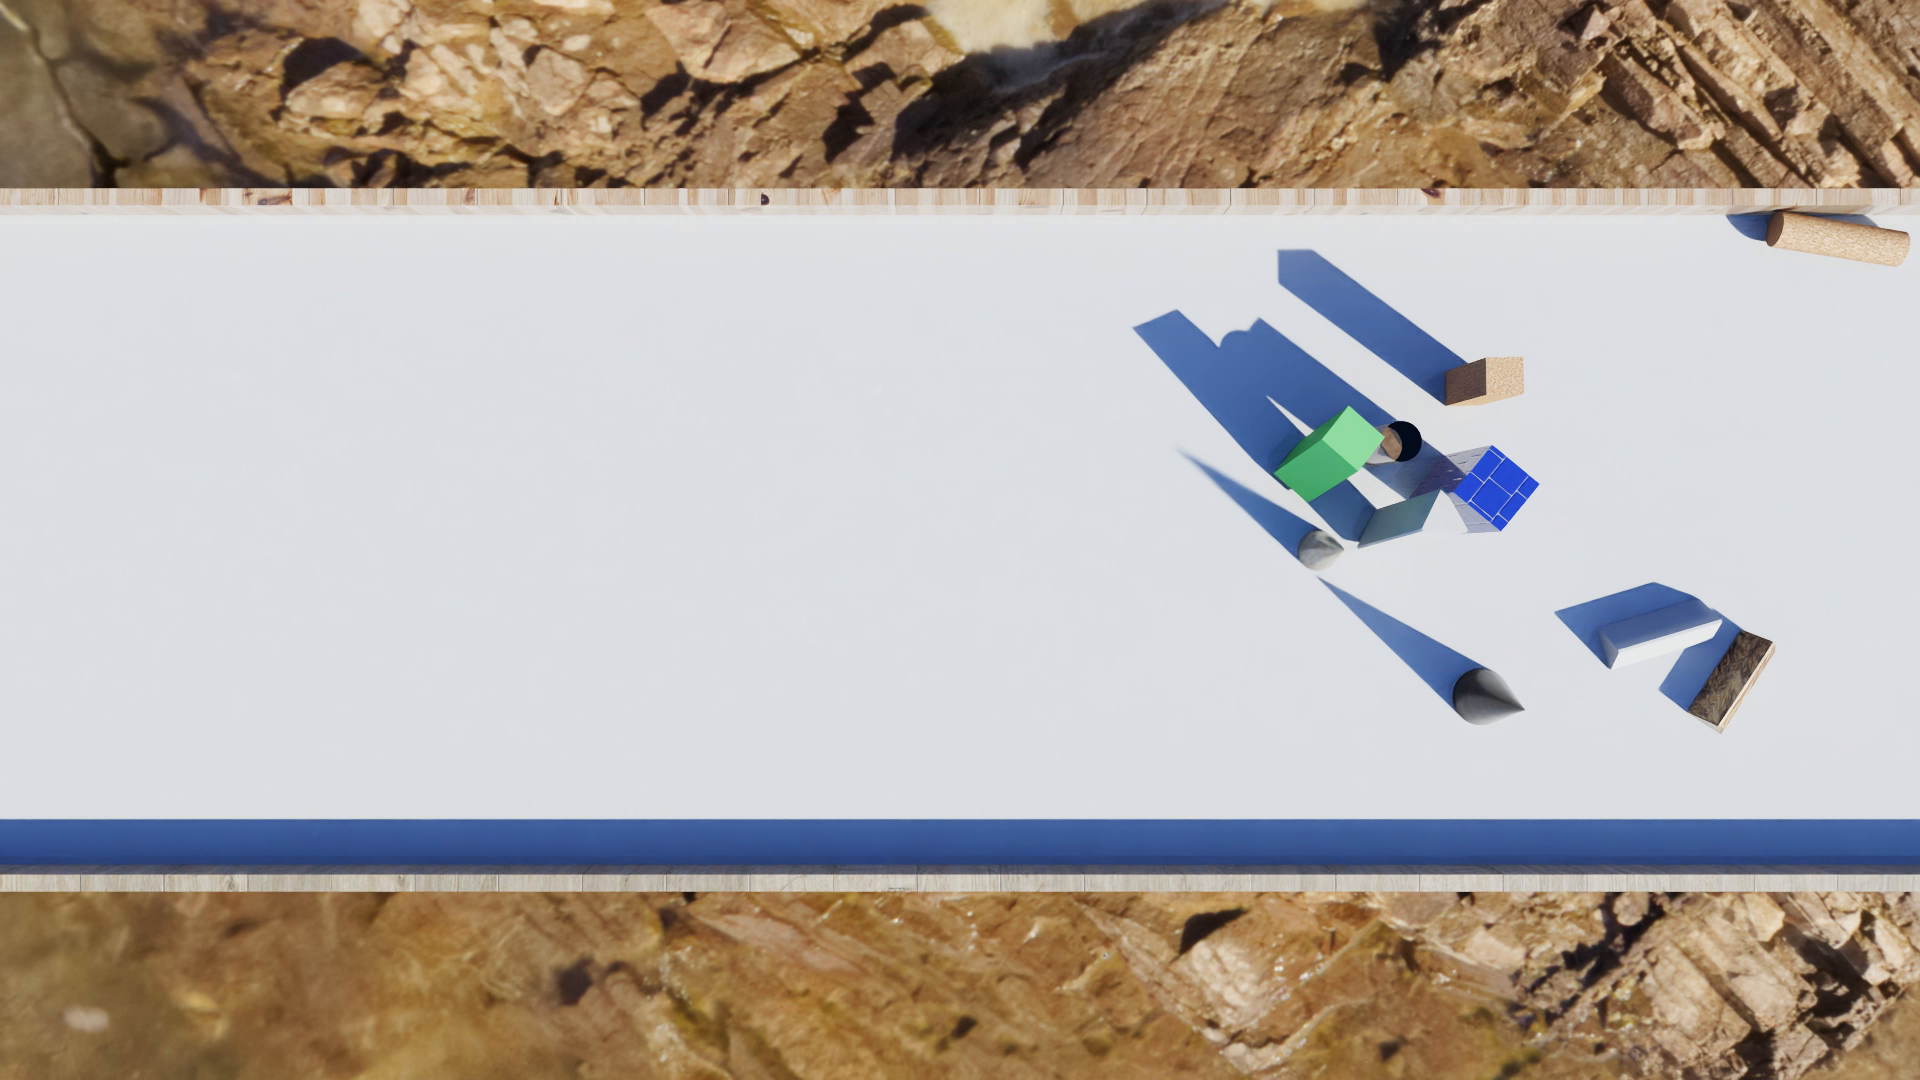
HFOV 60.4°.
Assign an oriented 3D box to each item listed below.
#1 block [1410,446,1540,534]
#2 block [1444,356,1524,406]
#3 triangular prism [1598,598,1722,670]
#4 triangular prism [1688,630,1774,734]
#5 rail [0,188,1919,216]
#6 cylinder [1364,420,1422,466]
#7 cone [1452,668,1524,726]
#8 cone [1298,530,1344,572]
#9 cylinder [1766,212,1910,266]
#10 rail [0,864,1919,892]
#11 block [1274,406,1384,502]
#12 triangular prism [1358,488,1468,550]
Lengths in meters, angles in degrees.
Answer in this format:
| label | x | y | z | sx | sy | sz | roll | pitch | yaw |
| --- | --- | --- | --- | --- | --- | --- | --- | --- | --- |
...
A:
| label | x | y | z | sx | sy | sz | roll | pitch | yaw |
| --- | --- | --- | --- | --- | --- | --- | --- | --- | --- |
| block | 1.505 | -0.143 | 4.853 | 0.174 | 0.443 | 0.174 | 40 | 89 | 0 |
| block | 1.546 | -0.466 | 4.878 | 0.106 | 0.397 | 0.106 | -1 | 90 | 0 |
| triangular prism | 2.135 | 0.289 | 5.016 | 0.323 | 0.115 | 0.133 | -17 | 90 | 0 |
| triangular prism | 2.371 | 0.436 | 5.021 | 0.121 | 0.104 | 0.305 | 33 | 90 | 0 |
| rail | -2.247 | -1.025 | 5.002 | 12.000 | 0.150 | 0.050 | 0 | 90 | 0 |
| cylinder | 1.273 | -0.284 | 4.916 | 0.119 | 0.321 | 0.119 | 0 | 90 | 0 |
| cone | 1.604 | 0.482 | 4.877 | 0.176 | 0.400 | 0.176 | 0 | 90 | 0 |
| cone | 1.102 | 0.031 | 4.900 | 0.126 | 0.350 | 0.126 | 0 | 89 | 0 |
| cylinder | 2.672 | -0.916 | 5.023 | 0.386 | 0.108 | 0.108 | 9 | 90 | 0 |
| rail | -2.247 | 1.025 | 5.001 | 12.000 | 0.150 | 0.050 | 0 | 90 | 0 |
| block | 1.088 | -0.249 | 4.883 | 0.138 | 0.362 | 0.138 | 41 | 72 | 0 |
| triangular prism | 1.328 | -0.061 | 4.874 | 0.140 | 0.401 | 0.122 | 1 | 82 | -13 |
